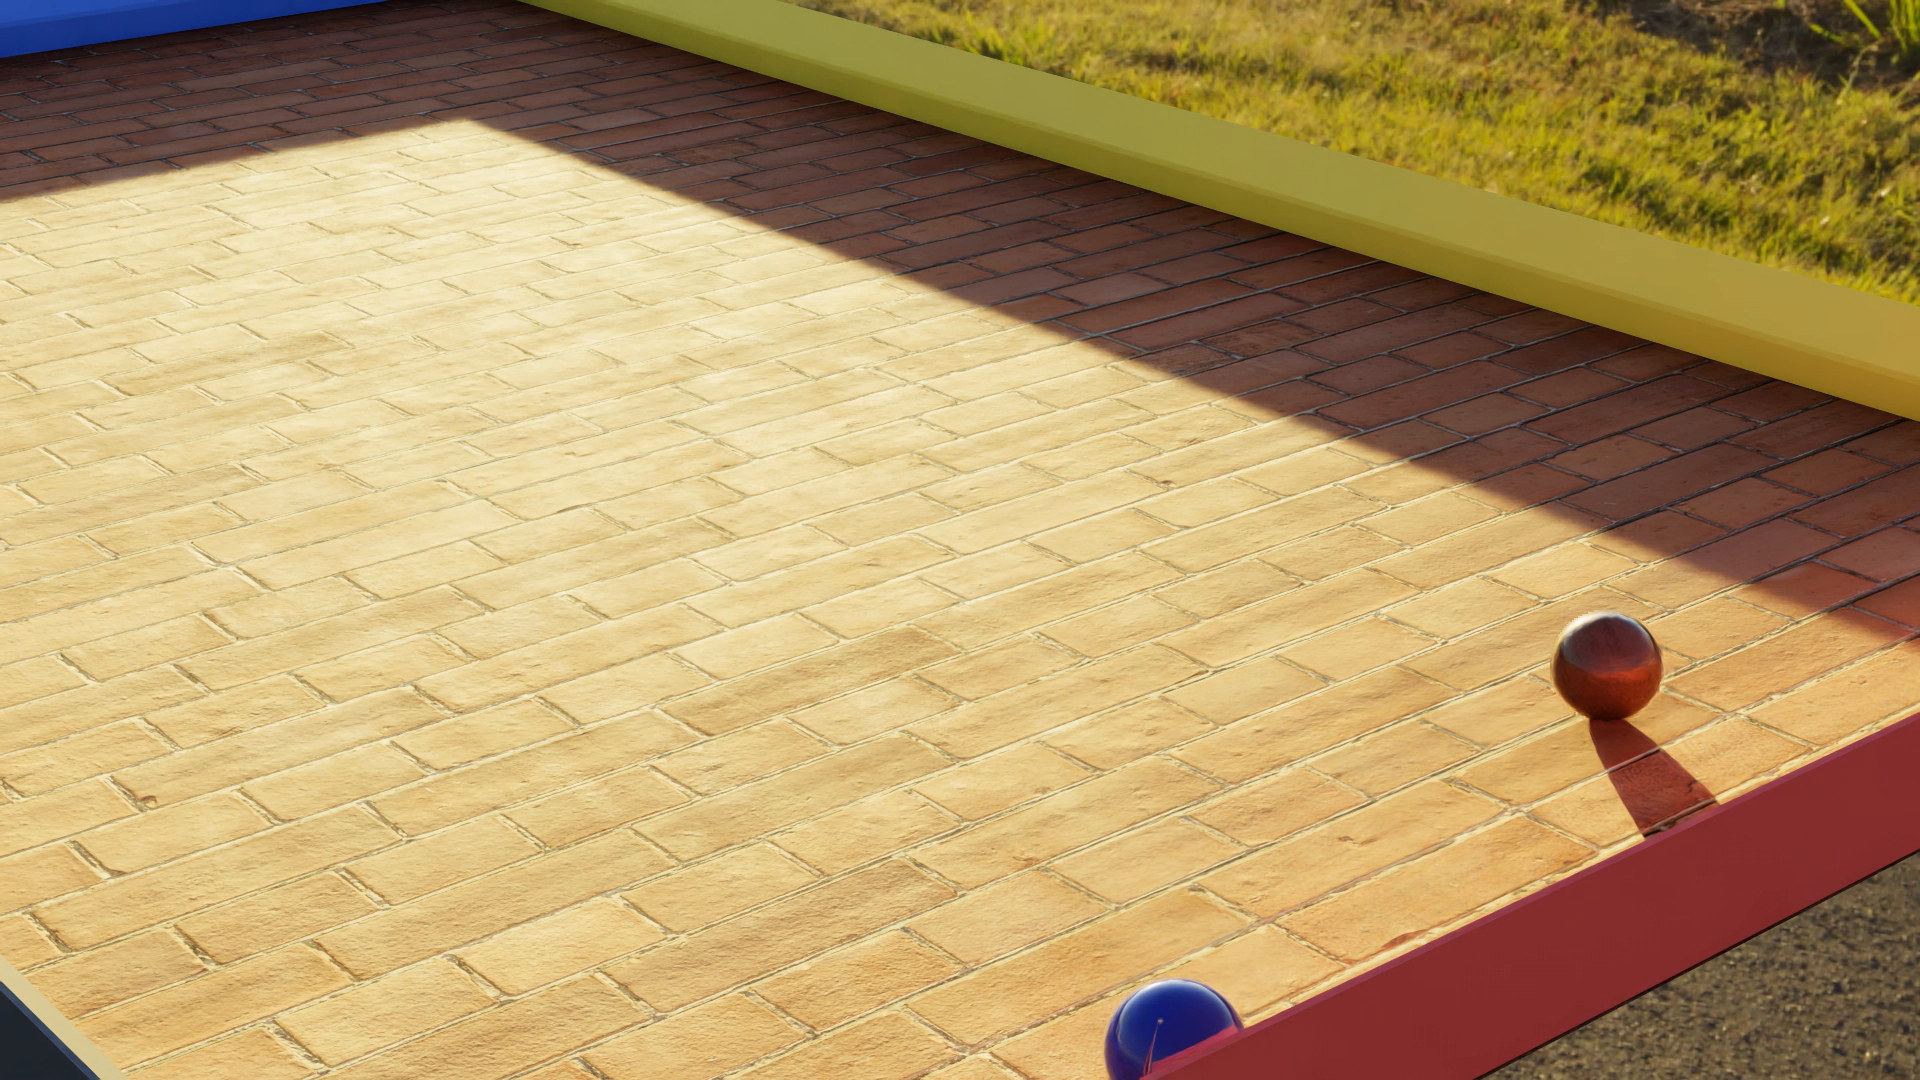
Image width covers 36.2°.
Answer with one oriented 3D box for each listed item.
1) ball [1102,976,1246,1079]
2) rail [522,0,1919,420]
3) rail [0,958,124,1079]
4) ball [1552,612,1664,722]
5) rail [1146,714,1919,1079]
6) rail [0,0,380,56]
[{"bbox_3d":[0.126,0.298,1.717,0.085,0.085,0.085,0,22,0],"label":"ball"},{"bbox_3d":[0.216,-0.480,3.601,0.045,0.110,3.216,-17,28,-36],"label":"rail"},{"bbox_3d":[-1.238,-0.031,2.493,0.045,0.110,3.216,-17,28,-36],"label":"rail"},{"bbox_3d":[0.488,0.095,2.221,0.083,0.083,0.083,0,22,0],"label":"ball"},{"bbox_3d":[0.496,0.204,1.913,1.930,0.110,0.045,-17,28,-36],"label":"rail"},{"bbox_3d":[-1.518,-0.715,4.181,1.930,0.110,0.045,-17,28,-36],"label":"rail"}]
